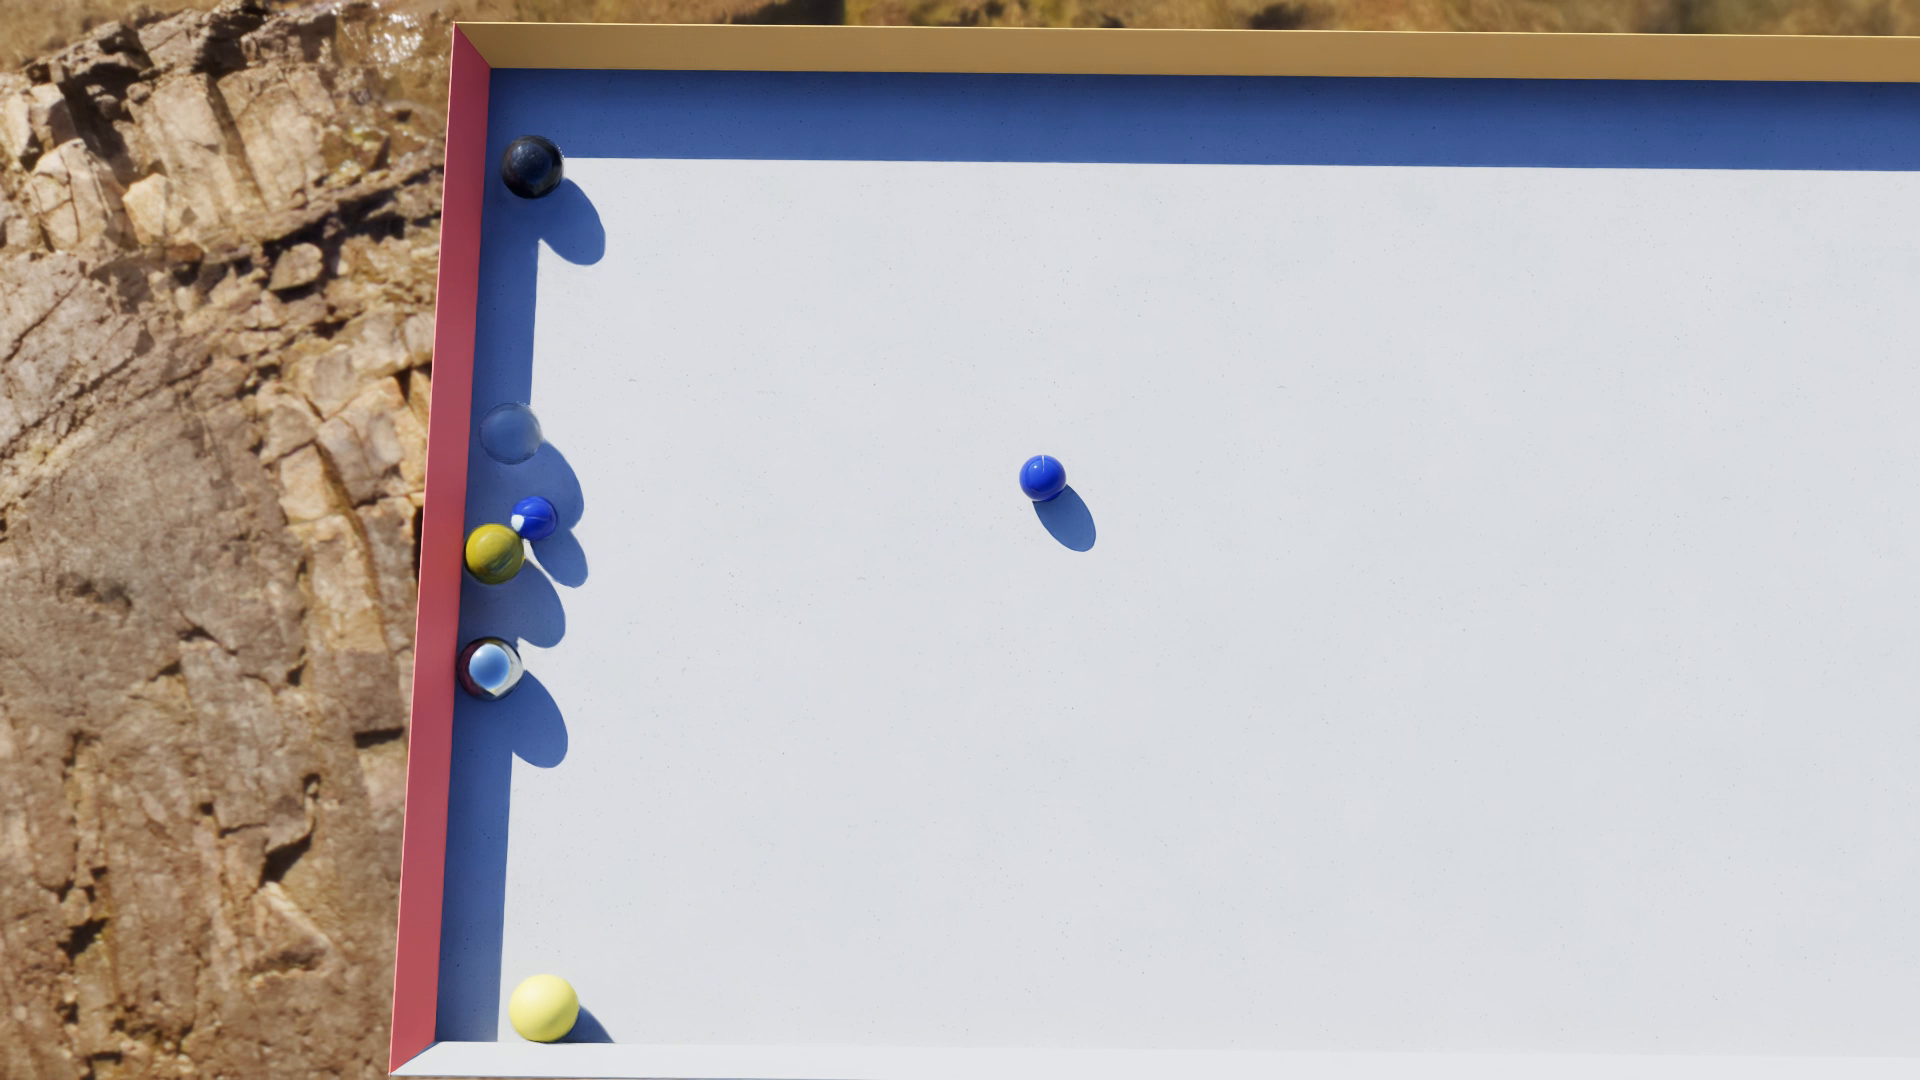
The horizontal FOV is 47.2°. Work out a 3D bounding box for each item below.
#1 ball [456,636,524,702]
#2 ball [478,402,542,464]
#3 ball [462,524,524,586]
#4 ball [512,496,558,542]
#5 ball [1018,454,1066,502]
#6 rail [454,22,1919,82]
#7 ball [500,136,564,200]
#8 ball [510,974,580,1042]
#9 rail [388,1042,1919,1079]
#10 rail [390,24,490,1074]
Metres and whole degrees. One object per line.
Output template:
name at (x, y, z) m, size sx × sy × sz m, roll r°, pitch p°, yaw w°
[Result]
ball at (-0.694, 0.190, 3.249) m, size 0.097 × 0.097 × 0.097 m, roll 0°, pitch 78°, yaw 0°
ball at (-0.679, -0.161, 3.323) m, size 0.094 × 0.094 × 0.094 m, roll 0°, pitch 78°, yaw 0°
ball at (-0.697, 0.022, 3.287) m, size 0.091 × 0.091 × 0.091 m, roll 0°, pitch 78°, yaw 0°
ball at (-0.640, -0.032, 3.310) m, size 0.068 × 0.068 × 0.068 m, roll 0°, pitch 78°, yaw 0°
ball at (0.125, -0.093, 3.320) m, size 0.073 × 0.073 × 0.073 m, roll 0°, pitch 78°, yaw 0°
rail at (0.794, -0.743, 3.425) m, size 3.142 × 0.127 × 0.045 m, roll 1°, pitch 78°, yaw 0°
ball at (-0.663, -0.576, 3.407) m, size 0.097 × 0.097 × 0.097 m, roll 0°, pitch 78°, yaw 0°
ball at (-0.595, 0.671, 3.149) m, size 0.098 × 0.098 × 0.098 m, roll 0°, pitch 78°, yaw 0°
rail at (0.777, 0.751, 3.117) m, size 3.142 × 0.127 × 0.045 m, roll 1°, pitch 78°, yaw 0°
rail at (-0.762, -0.012, 3.274) m, size 0.045 × 0.127 × 1.572 m, roll 1°, pitch 78°, yaw 0°
